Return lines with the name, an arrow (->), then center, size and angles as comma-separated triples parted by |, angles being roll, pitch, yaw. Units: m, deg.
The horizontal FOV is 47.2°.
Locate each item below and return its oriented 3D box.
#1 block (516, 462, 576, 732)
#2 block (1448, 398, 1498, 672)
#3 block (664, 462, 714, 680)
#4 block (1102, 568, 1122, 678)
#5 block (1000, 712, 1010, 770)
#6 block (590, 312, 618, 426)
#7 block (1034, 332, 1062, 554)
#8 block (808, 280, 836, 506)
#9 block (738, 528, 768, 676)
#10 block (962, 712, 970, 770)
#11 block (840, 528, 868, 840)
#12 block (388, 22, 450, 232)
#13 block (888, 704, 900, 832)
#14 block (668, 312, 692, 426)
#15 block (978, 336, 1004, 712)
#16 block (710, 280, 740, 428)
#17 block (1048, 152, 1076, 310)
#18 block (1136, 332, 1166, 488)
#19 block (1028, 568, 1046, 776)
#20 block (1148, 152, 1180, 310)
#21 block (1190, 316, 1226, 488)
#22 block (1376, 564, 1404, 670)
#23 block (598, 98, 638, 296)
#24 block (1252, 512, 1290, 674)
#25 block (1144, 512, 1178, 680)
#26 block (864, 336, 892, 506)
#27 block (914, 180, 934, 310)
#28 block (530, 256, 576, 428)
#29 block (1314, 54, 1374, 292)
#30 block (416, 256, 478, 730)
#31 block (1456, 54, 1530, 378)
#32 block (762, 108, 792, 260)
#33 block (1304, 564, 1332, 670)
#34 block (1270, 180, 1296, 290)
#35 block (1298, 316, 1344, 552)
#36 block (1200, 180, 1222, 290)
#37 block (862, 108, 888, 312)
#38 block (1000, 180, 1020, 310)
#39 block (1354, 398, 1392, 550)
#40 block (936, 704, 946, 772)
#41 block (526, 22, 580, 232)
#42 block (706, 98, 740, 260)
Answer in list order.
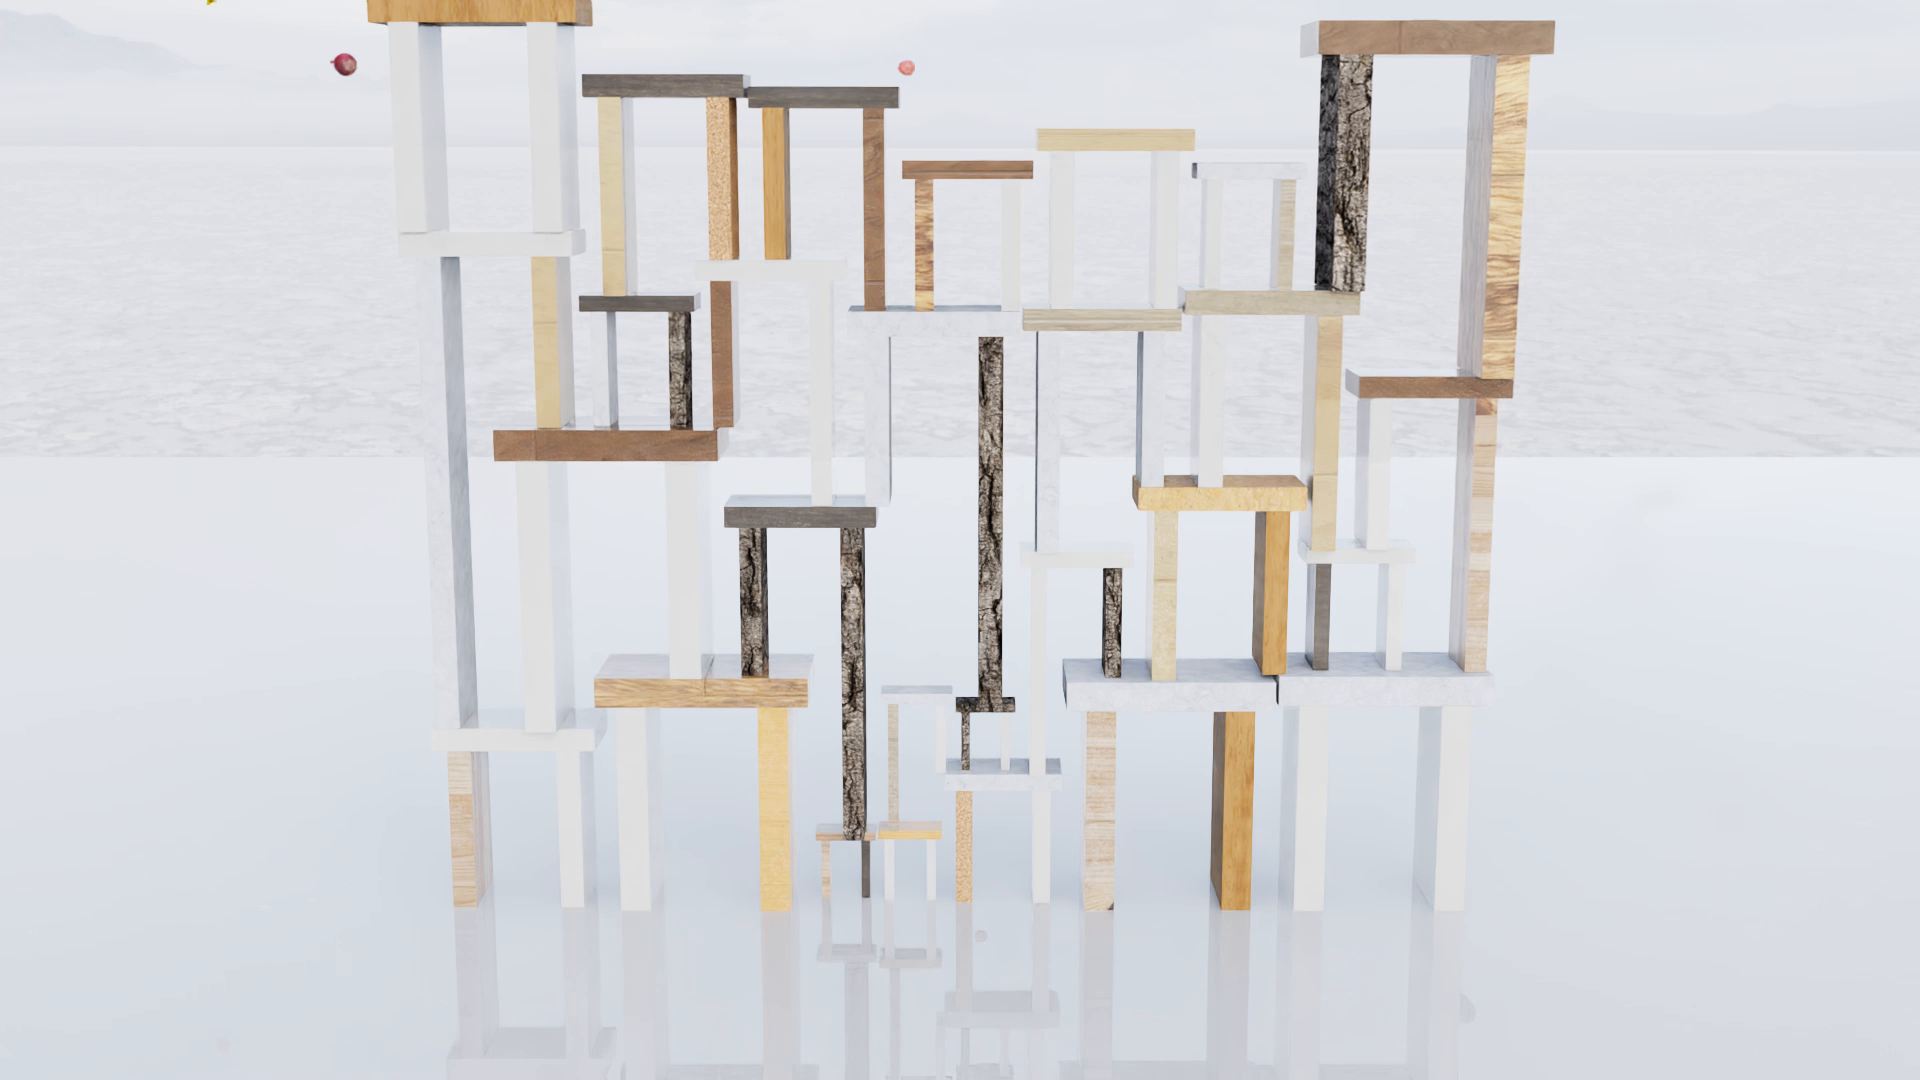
block -> -0.672, 0.077, 3.573 | 0.050, 0.439, 0.175 | 0, 11, 0
block -> 0.830, -0.015, 3.562 | 0.034, 0.444, 0.122 | 0, 11, 0
block -> -0.438, 0.034, 3.565 | 0.050, 0.351, 0.176 | 0, 10, 0
block -> 0.247, 0.125, 3.579 | 0.026, 0.182, 0.091 | 0, 11, 0
block -> 0.075, 0.326, 3.625 | 0.014, 0.098, 0.049 | 0, 11, 0
block -> -0.567, -0.277, 3.509 | 0.026, 0.181, 0.090 | 0, 11, 1
block -> 0.140, -0.163, 3.527 | 0.035, 0.353, 0.123 | 0, 11, 0
block -> -0.219, -0.239, 3.514 | 0.033, 0.356, 0.115 | 0, 11, 0
block -> -0.334, 0.088, 3.572 | 0.034, 0.241, 0.121 | 0, 11, 0
block -> 0.009, 0.326, 3.625 | 0.014, 0.098, 0.049 | 0, 11, 0
block -> -0.173, 0.225, 3.597 | 0.034, 0.519, 0.121 | 0, 11, 0
block -> -0.846, -0.645, 3.443 | 0.045, 0.316, 0.158 | 0, 11, 0
block -> -0.109, 0.367, 3.624 | 0.016, 0.216, 0.058 | 0, 11, 0
block -> -0.446, -0.277, 3.509 | 0.026, 0.181, 0.090 | 0, 11, 0
block -> 0.049, -0.033, 3.554 | 0.038, 0.605, 0.135 | 0, 11, 0
block -> -0.373, -0.301, 3.503 | 0.033, 0.230, 0.115 | 0, 11, 0
block -> 0.160, -0.490, 3.464 | 0.034, 0.242, 0.121 | 0, 11, 0
block -> 0.305, -0.216, 3.518 | 0.035, 0.247, 0.123 | 0, 11, 0
block -> 0.126, 0.206, 3.594 | 0.026, 0.345, 0.091 | 0, 11, 0
block -> 0.321, -0.490, 3.464 | 0.034, 0.242, 0.121 | 0, 11, 0
block -> 0.396, -0.229, 3.519 | 0.039, 0.272, 0.136 | 0, 11, 0
block -> 0.701, 0.117, 3.585 | 0.025, 0.176, 0.088 | 0, 10, 0
block -> -0.538, -0.541, 3.461 | 0.035, 0.304, 0.124 | 0, 11, 1
block -> 0.505, 0.073, 3.573 | 0.038, 0.266, 0.133 | 0, 11, 0
block -> 0.327, 0.078, 3.574 | 0.038, 0.277, 0.133 | 0, 11, 0
block -> -0.131, -0.197, 3.524 | 0.038, 0.270, 0.135 | 0, 11, 0
block -> -0.056, -0.468, 3.476 | 0.029, 0.203, 0.102 | 0, 11, 0
block -> -0.647, -0.320, 3.501 | 0.038, 0.268, 0.134 | 0, 11, 0
block -> 0.602, -0.577, 3.458 | 0.051, 0.358, 0.179 | 0, 10, 0
block -> -0.826, -0.079, 3.545 | 0.038, 0.757, 0.134 | 0, 11, 0
block -> 0.840, -0.511, 3.473 | 0.051, 0.494, 0.179 | 0, 11, 0
block -> -0.287, -0.560, 3.457 | 0.033, 0.231, 0.116 | 0, 11, 0
block -> 0.583, 0.117, 3.585 | 0.025, 0.176, 0.088 | 0, 11, 0
block -> 0.510, -0.484, 3.472 | 0.024, 0.170, 0.085 | 1, 10, 0
block -> 0.578, -0.178, 3.528 | 0.039, 0.375, 0.136 | 0, 10, 0
block -> 0.396, -0.485, 3.473 | 0.024, 0.170, 0.085 | 1, 11, 0
block -> -0.133, -0.521, 3.465 | 0.033, 0.311, 0.116 | 0, 11, 0
block -> 0.080, -0.468, 3.475 | 0.029, 0.203, 0.102 | 0, 11, 0
block -> 0.666, -0.115, 3.547 | 0.034, 0.243, 0.121 | 0, 10, 1
block -> -0.032, 0.318, 3.615 | 0.016, 0.116, 0.058 | 0, 11, 0
block -> -0.635, -0.645, 3.444 | 0.045, 0.316, 0.158 | 0, 11, 0
block -> -0.372, -0.568, 3.453 | 0.035, 0.247, 0.124 | 0, 11, 0
